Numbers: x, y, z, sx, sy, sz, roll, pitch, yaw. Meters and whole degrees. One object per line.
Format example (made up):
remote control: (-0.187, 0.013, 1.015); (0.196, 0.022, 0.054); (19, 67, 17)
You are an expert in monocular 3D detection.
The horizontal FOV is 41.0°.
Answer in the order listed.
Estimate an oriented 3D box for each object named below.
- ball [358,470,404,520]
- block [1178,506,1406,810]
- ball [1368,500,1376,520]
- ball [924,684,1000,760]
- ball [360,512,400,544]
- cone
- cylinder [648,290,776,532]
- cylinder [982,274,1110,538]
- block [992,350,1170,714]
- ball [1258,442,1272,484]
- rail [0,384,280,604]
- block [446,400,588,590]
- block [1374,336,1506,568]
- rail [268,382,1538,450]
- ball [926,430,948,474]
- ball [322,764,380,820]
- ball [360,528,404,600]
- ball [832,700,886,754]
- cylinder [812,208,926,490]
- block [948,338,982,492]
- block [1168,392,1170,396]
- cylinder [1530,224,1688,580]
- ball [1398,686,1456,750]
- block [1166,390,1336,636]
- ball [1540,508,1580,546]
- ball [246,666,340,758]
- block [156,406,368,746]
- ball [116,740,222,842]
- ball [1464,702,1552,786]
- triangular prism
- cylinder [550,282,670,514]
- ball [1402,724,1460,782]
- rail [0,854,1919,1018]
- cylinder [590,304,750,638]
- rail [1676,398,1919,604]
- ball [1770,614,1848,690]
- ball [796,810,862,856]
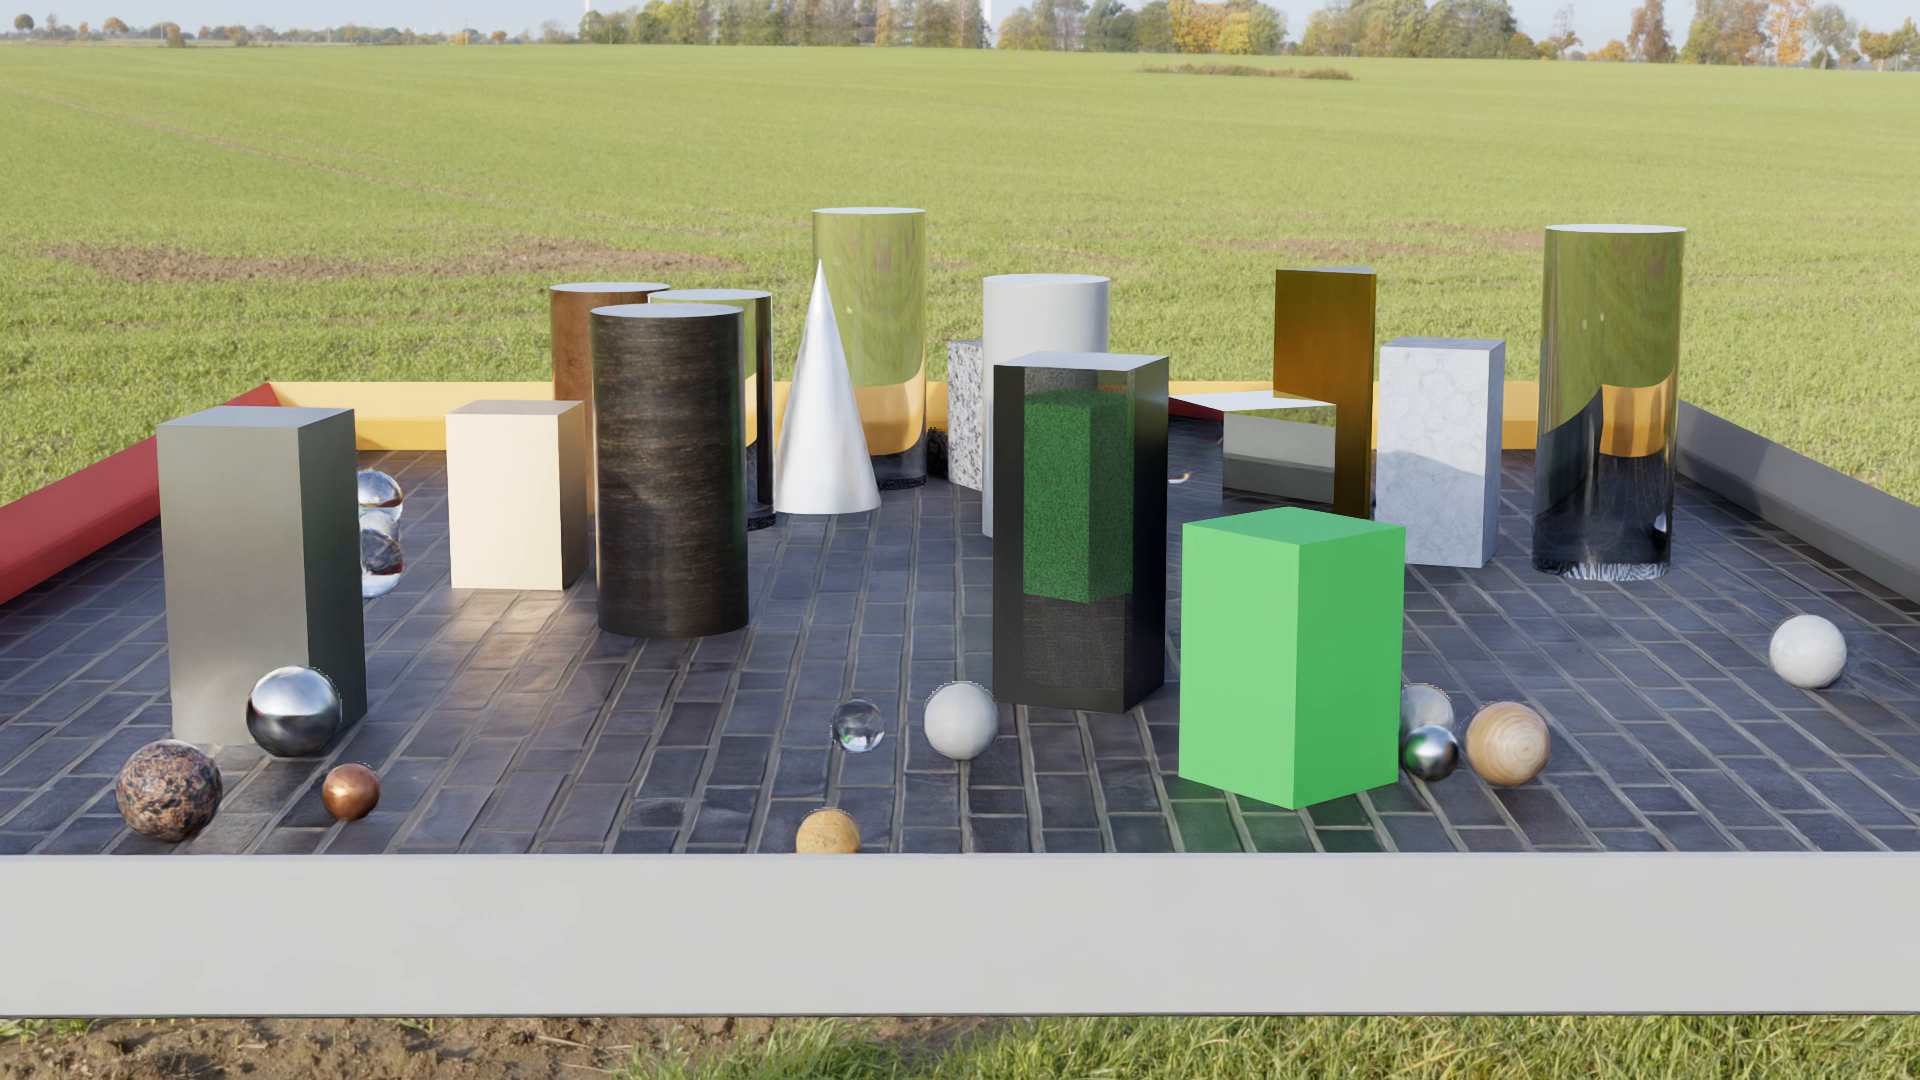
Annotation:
ball: (-0.928, -0.061, 4.043); (0.099, 0.099, 0.099); (0, 10, 0)
block: (0.339, 0.116, 2.629); (0.159, 0.267, 0.159); (-9, 14, -40)
ball: (0.671, -0.044, 4.085); (0.045, 0.045, 0.045); (0, 10, 0)
ball: (0.002, 0.193, 2.723); (0.081, 0.081, 0.081); (0, 10, 0)
ball: (-0.875, -0.009, 3.852); (0.067, 0.067, 0.067); (0, 10, 0)
cone: (-0.231, -0.264, 4.278); (0.199, 0.413, 0.199); (0, 10, 0)
cylinder: (-0.396, -0.209, 4.105); (0.199, 0.368, 0.199); (0, 10, 0)
cylinder: (0.134, -0.209, 4.022); (0.199, 0.400, 0.199); (0, 10, 0)
block: (0.141, -0.013, 2.983); (0.159, 0.392, 0.159); (4, 11, 21)
ball: (0.564, -0.132, 4.451); (0.092, 0.092, 0.092); (0, 10, 0)
rail: (-1.290, 0.035, 3.441); (0.045, 0.129, 2.993); (0, 10, 0)
block: (-0.631, -0.067, 3.672); (0.159, 0.247, 0.159); (1, 11, 5)
block: (0.718, -0.135, 3.837); (0.159, 0.320, 0.159); (4, 11, 20)
rail: (-0.008, -0.235, 4.897); (2.628, 0.129, 0.045); (0, 10, 0)
ball: (-0.048, -0.158, 4.627); (0.080, 0.080, 0.080); (0, 10, 0)
ball: (-0.595, 0.246, 2.505); (0.056, 0.056, 0.056); (0, 10, 0)
ball: (-0.819, 0.032, 3.542); (0.099, 0.099, 0.099); (0, 10, 0)
ball: (-0.109, 0.200, 2.752); (0.057, 0.057, 0.057); (0, 10, 0)
cylinder: (-0.158, -0.338, 4.501); (0.199, 0.478, 0.199); (0, 10, 0)
block: (0.086, -0.221, 4.500); (0.159, 0.250, 0.159); (-5, 12, -27)
block: (0.186, -0.075, 3.656); (0.159, 0.269, 0.159); (8, 13, 38)
cylinder: (0.940, -0.203, 3.725); (0.199, 0.496, 0.199); (0, 10, 0)
ball: (0.491, 0.193, 2.741); (0.075, 0.075, 0.075); (0, 10, 0)
block: (0.370, -0.027, 3.296); (0.159, 0.306, 0.159); (-4, 11, -22)
ball: (0.920, -0.021, 3.938); (0.059, 0.059, 0.059); (0, 10, 0)
ball: (-0.706, 0.182, 2.715); (0.098, 0.098, 0.098); (0, 10, 0)
block: (-0.766, 0.037, 2.829); (0.159, 0.349, 0.159); (2, 11, 8)
ball: (-0.751, 0.238, 2.438); (0.097, 0.097, 0.097); (0, 10, 0)
ball: (0.557, 0.207, 2.607); (0.086, 0.086, 0.086); (0, 10, 0)
triangular prism: (0.613, -0.231, 4.114); (0.172, 0.408, 0.149); (7, 13, 34)
cylinder: (-0.579, -0.239, 4.278); (0.199, 0.365, 0.199); (0, 10, 0)
ball: (0.485, 0.219, 2.642); (0.059, 0.059, 0.059); (0, 10, 0)
rail: (0.008, 0.301, 2.001); (2.628, 0.129, 0.045); (0, 10, 0)
cylinder: (-0.379, -0.095, 3.362); (0.199, 0.414, 0.199); (0, 10, 0)
rail: (1.290, 0.032, 3.456); (0.045, 0.129, 2.993); (0, 10, 0)
ball: (1.002, 0.132, 3.032); (0.088, 0.088, 0.088); (0, 10, 0)
ball: (-0.120, 0.276, 2.335); (0.060, 0.060, 0.060); (0, 10, 0)
